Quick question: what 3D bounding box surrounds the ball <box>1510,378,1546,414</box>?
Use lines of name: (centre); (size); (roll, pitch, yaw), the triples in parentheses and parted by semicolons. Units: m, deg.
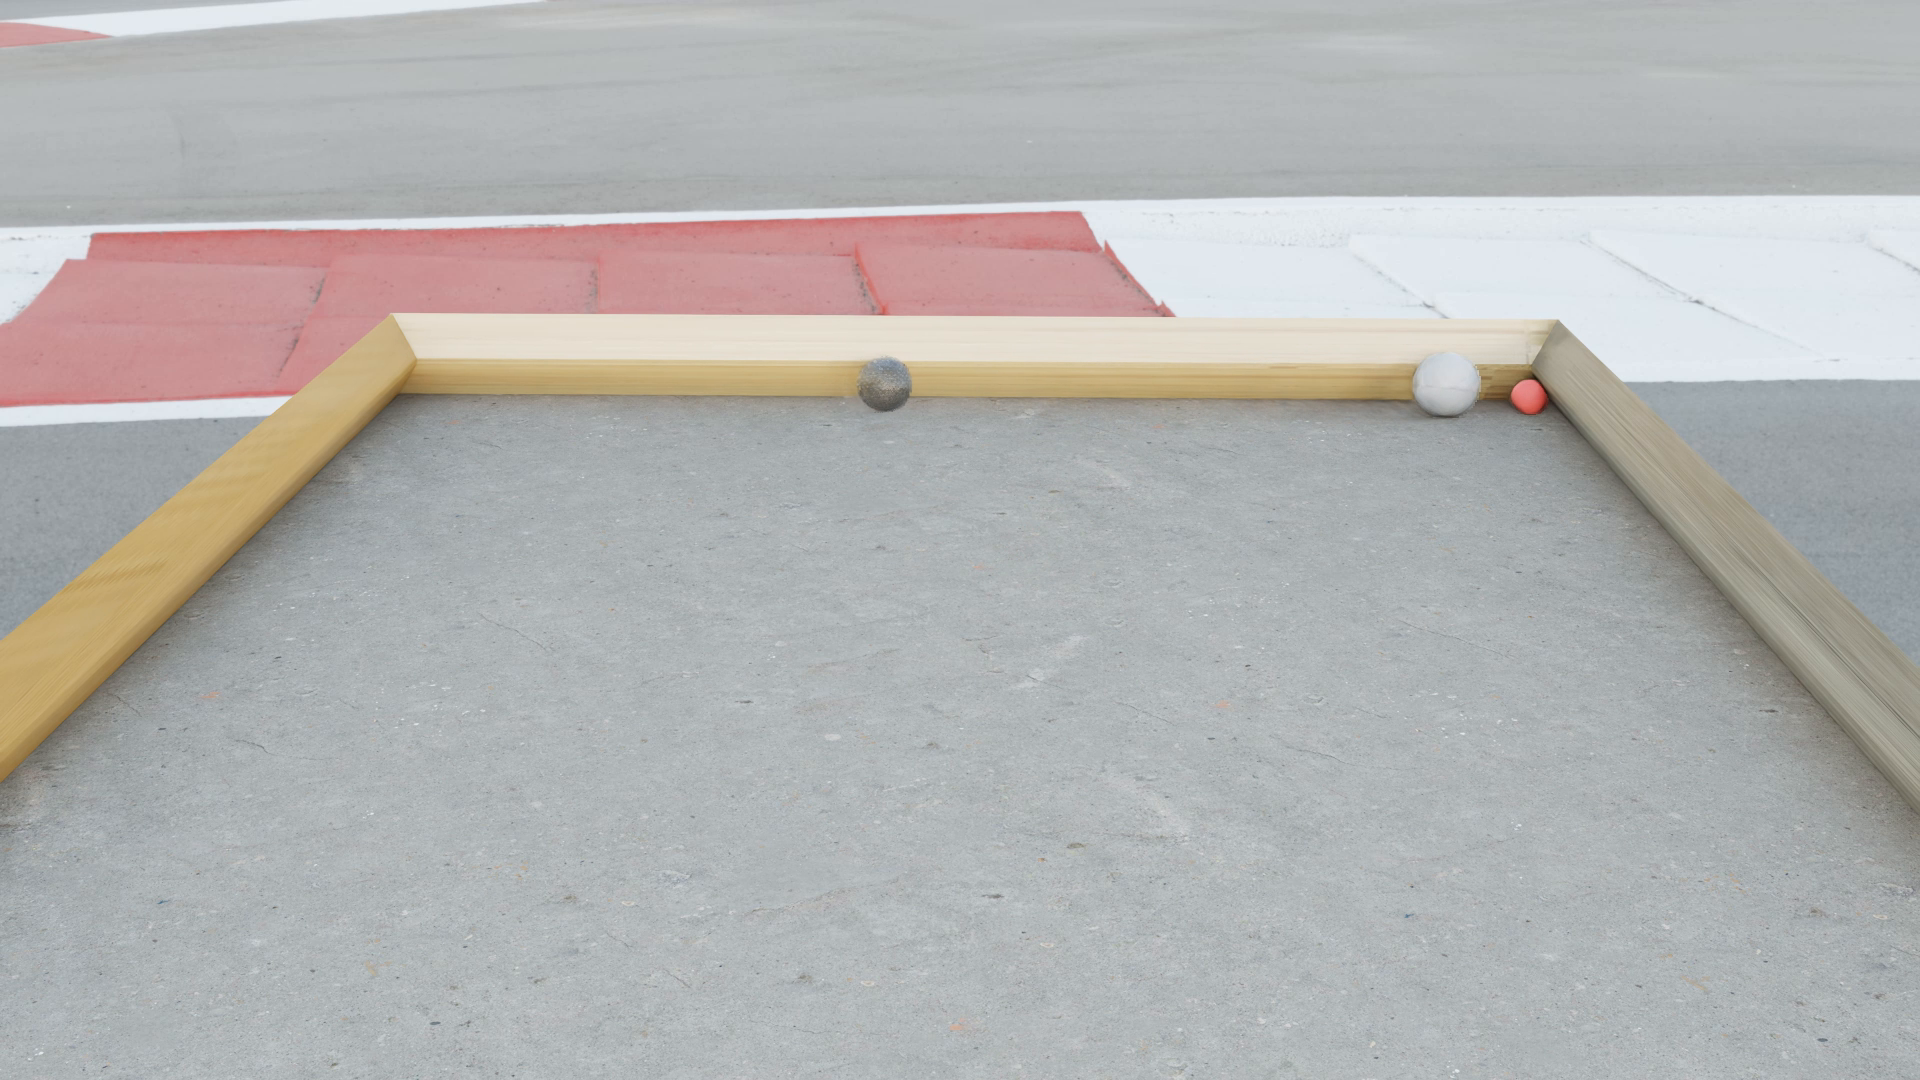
ball: (0.818, -0.206, 3.162); (0.050, 0.050, 0.050); (0, 19, 0)

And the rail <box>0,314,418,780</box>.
rail: (-0.849, 0.210, 1.824); (0.045, 0.120, 3.027); (0, 19, 1)

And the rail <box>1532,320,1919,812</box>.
rail: (0.815, 0.222, 1.789); (0.045, 0.120, 3.027); (0, 19, 1)

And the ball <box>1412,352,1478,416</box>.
ball: (0.694, -0.223, 3.144); (0.092, 0.092, 0.092); (0, 19, 0)

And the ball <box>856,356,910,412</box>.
ball: (-0.110, -0.225, 3.173); (0.078, 0.078, 0.078); (0, 19, 0)

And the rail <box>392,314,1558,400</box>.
rail: (0.017, -0.263, 3.217); (1.712, 0.120, 0.045); (0, 19, 1)
